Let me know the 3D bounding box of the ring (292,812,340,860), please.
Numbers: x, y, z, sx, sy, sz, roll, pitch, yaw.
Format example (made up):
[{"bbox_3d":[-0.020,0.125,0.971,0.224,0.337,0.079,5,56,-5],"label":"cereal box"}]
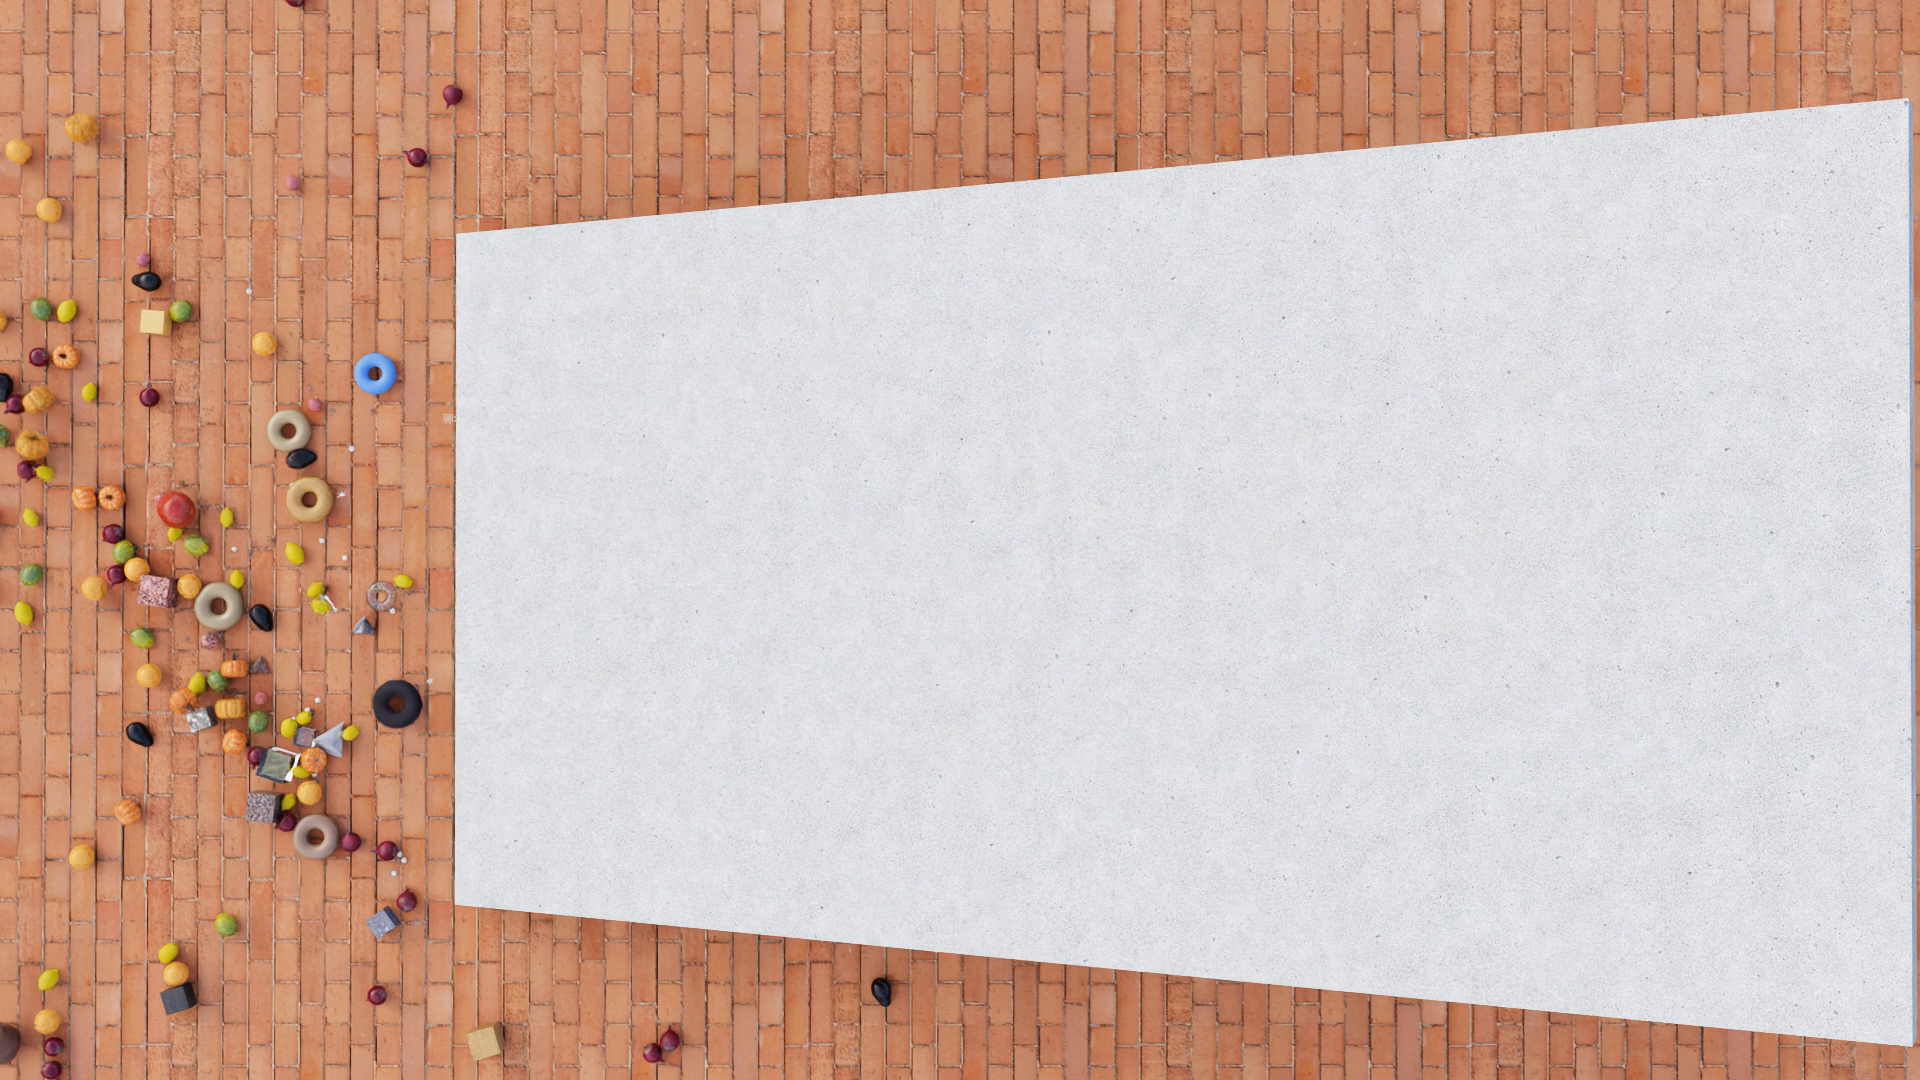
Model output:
[{"bbox_3d":[-1.937,0.893,6.615,0.144,0.048,0.144,0,89,-1],"label":"ring"}]

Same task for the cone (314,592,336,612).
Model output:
[{"bbox_3d":[-1.905,0.200,6.629,0.063,0.063,0.063,34,89,-23],"label":"cone"}]

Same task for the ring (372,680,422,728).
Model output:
[{"bbox_3d":[-1.694,0.494,6.618,0.148,0.049,0.148,0,90,-1],"label":"ring"}]

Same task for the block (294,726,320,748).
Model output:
[{"bbox_3d":[-1.967,0.593,6.615,0.054,0.054,0.054,13,89,0],"label":"block"}]

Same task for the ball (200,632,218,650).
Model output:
[{"bbox_3d":[-2.260,0.305,6.619,0.050,0.050,0.050,0,89,0],"label":"ball"}]

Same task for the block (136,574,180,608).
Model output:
[{"bbox_3d":[-2.406,0.153,6.602,0.088,0.088,0.088,9,89,0],"label":"block"}]

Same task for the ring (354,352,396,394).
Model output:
[{"bbox_3d":[-1.763,-0.502,6.632,0.126,0.042,0.126,0,90,-1],"label":"ring"}]

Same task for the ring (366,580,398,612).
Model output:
[{"bbox_3d":[-1.744,0.169,6.630,0.095,0.032,0.095,0,90,-1],"label":"ring"}]

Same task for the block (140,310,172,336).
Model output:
[{"bbox_3d":[-2.420,-0.654,6.620,0.068,0.068,0.068,5,89,0],"label":"block"}]

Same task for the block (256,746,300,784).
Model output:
[{"bbox_3d":[-2.047,0.675,6.598,0.085,0.085,0.085,19,89,0],"label":"block"}]

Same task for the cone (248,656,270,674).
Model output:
[{"bbox_3d":[-2.100,0.390,6.630,0.060,0.060,0.060,40,89,-26],"label":"cone"}]

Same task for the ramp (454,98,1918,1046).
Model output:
[{"bbox_3d":[0.274,0.076,5.642,4.000,0.100,2.000,0,89,29],"label":"ramp"}]

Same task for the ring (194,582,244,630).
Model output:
[{"bbox_3d":[-2.231,0.200,6.621,0.149,0.050,0.149,0,89,-1],"label":"ring"}]

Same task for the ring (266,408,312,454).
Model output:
[{"bbox_3d":[-2.023,-0.329,6.629,0.135,0.045,0.135,0,91,0],"label":"ring"}]

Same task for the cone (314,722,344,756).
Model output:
[{"bbox_3d":[-1.878,0.585,6.620,0.097,0.097,0.097,27,63,0],"label":"cone"}]

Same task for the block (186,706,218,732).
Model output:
[{"bbox_3d":[-2.279,0.538,6.611,0.061,0.061,0.061,-18,89,0],"label":"block"}]

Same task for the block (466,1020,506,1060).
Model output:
[{"bbox_3d":[-1.420,1.501,6.591,0.083,0.083,0.083,-17,89,0],"label":"block"}]

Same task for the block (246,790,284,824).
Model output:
[{"bbox_3d":[-2.087,0.800,6.598,0.083,0.083,0.083,6,89,0],"label":"block"}]

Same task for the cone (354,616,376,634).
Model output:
[{"bbox_3d":[-1.785,0.268,6.632,0.059,0.059,0.059,34,89,-26],"label":"cone"}]

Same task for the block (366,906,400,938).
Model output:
[{"bbox_3d":[-1.732,1.148,6.603,0.065,0.065,0.065,-37,90,0],"label":"block"}]

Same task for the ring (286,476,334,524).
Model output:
[{"bbox_3d":[-1.959,-0.122,6.625,0.142,0.047,0.142,0,88,1],"label":"ring"}]

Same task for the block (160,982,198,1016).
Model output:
[{"bbox_3d":[-2.344,1.376,6.598,0.071,0.071,0.071,-17,89,0],"label":"block"}]
